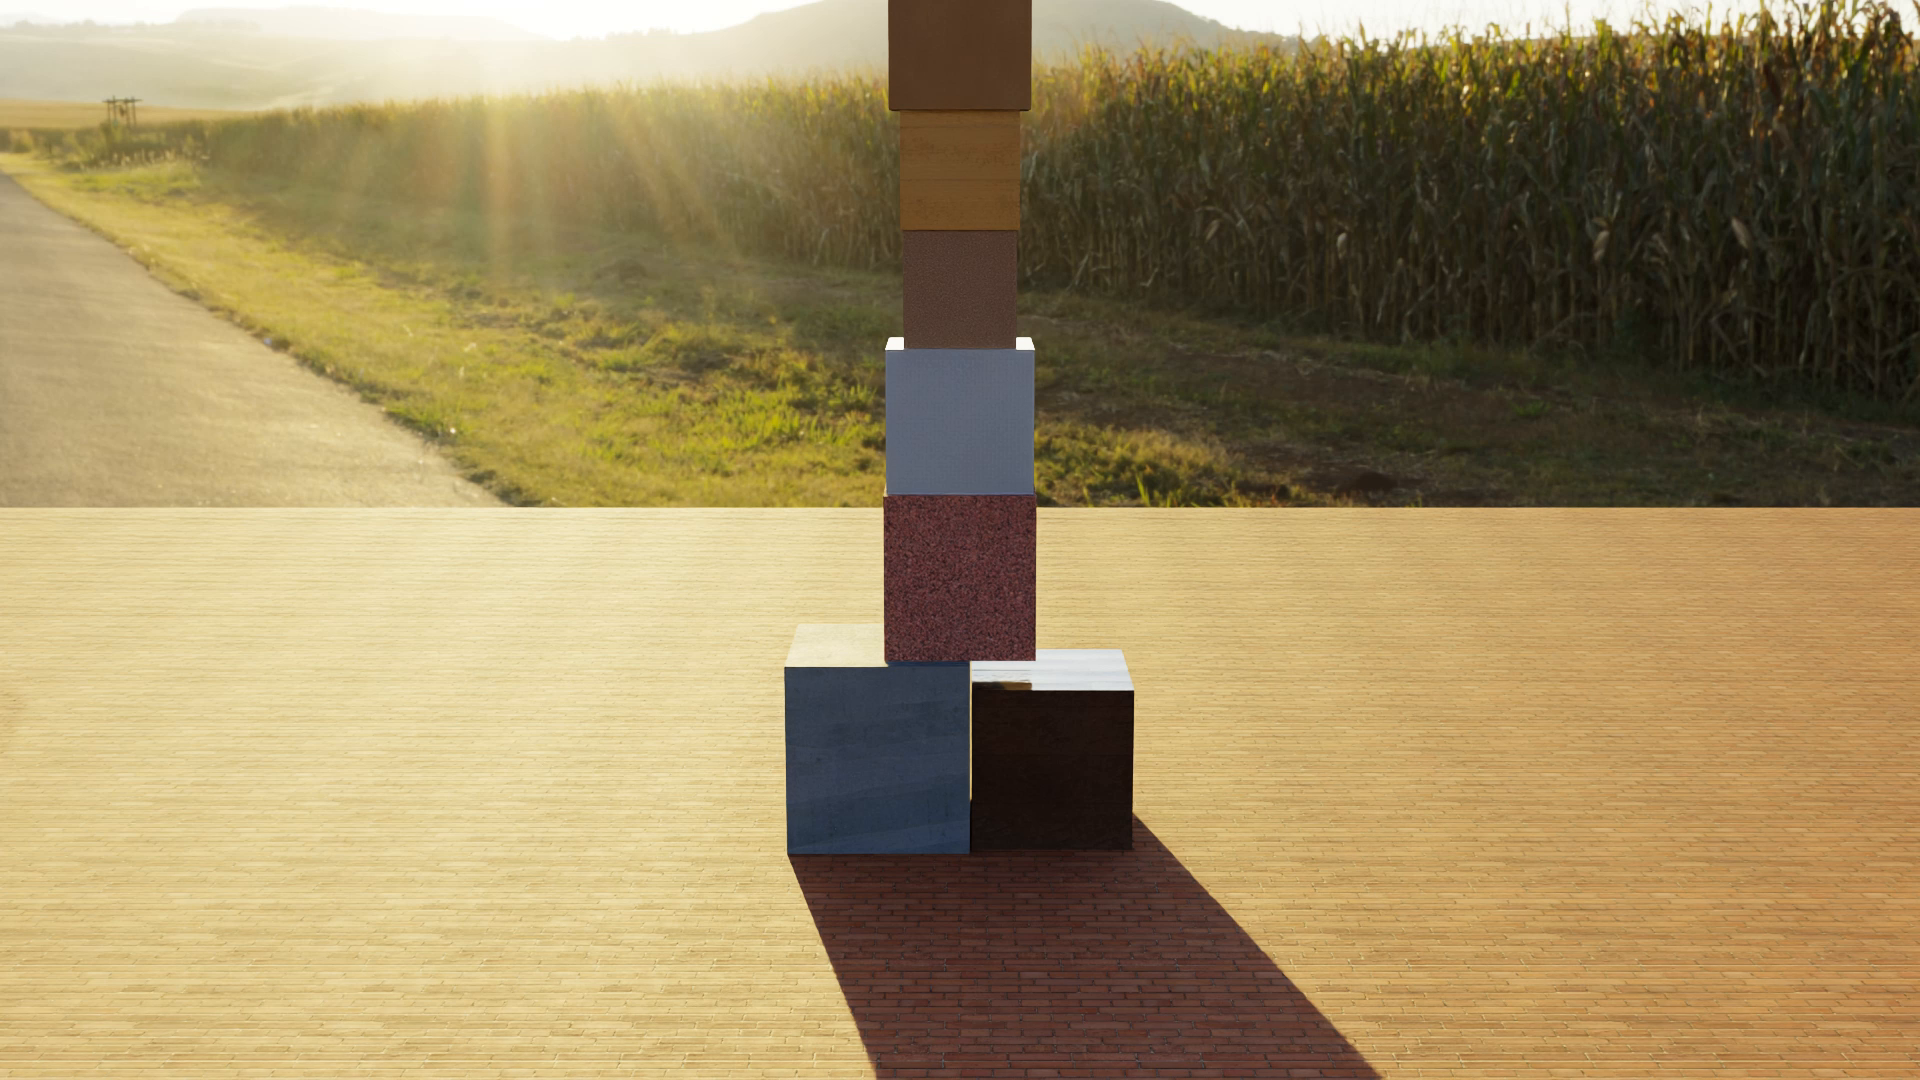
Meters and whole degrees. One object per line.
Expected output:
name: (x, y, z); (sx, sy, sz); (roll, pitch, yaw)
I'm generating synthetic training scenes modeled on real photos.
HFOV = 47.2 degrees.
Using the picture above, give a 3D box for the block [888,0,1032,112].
block: (0.000, -2.437, 10.747); (0.679, 0.663, 0.670); (0, 10, 0)

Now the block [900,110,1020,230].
block: (0.000, -1.829, 10.843); (0.576, 0.569, 0.579); (0, 10, 0)

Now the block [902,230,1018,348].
block: (0.000, -1.264, 10.939); (0.552, 0.575, 0.533); (0, 10, 0)

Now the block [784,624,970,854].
block: (-0.407, 1.007, 11.349); (0.912, 0.958, 0.957); (0, 10, 0)

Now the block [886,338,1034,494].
block: (0.000, -0.632, 11.067); (0.726, 0.715, 0.639); (0, 10, 0)

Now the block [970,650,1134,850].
block: (0.461, 1.068, 11.390); (0.804, 0.823, 0.891); (0, 10, 0)

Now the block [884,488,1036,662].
block: (0.000, 0.125, 11.214); (0.752, 0.827, 0.774); (0, 10, 0)
